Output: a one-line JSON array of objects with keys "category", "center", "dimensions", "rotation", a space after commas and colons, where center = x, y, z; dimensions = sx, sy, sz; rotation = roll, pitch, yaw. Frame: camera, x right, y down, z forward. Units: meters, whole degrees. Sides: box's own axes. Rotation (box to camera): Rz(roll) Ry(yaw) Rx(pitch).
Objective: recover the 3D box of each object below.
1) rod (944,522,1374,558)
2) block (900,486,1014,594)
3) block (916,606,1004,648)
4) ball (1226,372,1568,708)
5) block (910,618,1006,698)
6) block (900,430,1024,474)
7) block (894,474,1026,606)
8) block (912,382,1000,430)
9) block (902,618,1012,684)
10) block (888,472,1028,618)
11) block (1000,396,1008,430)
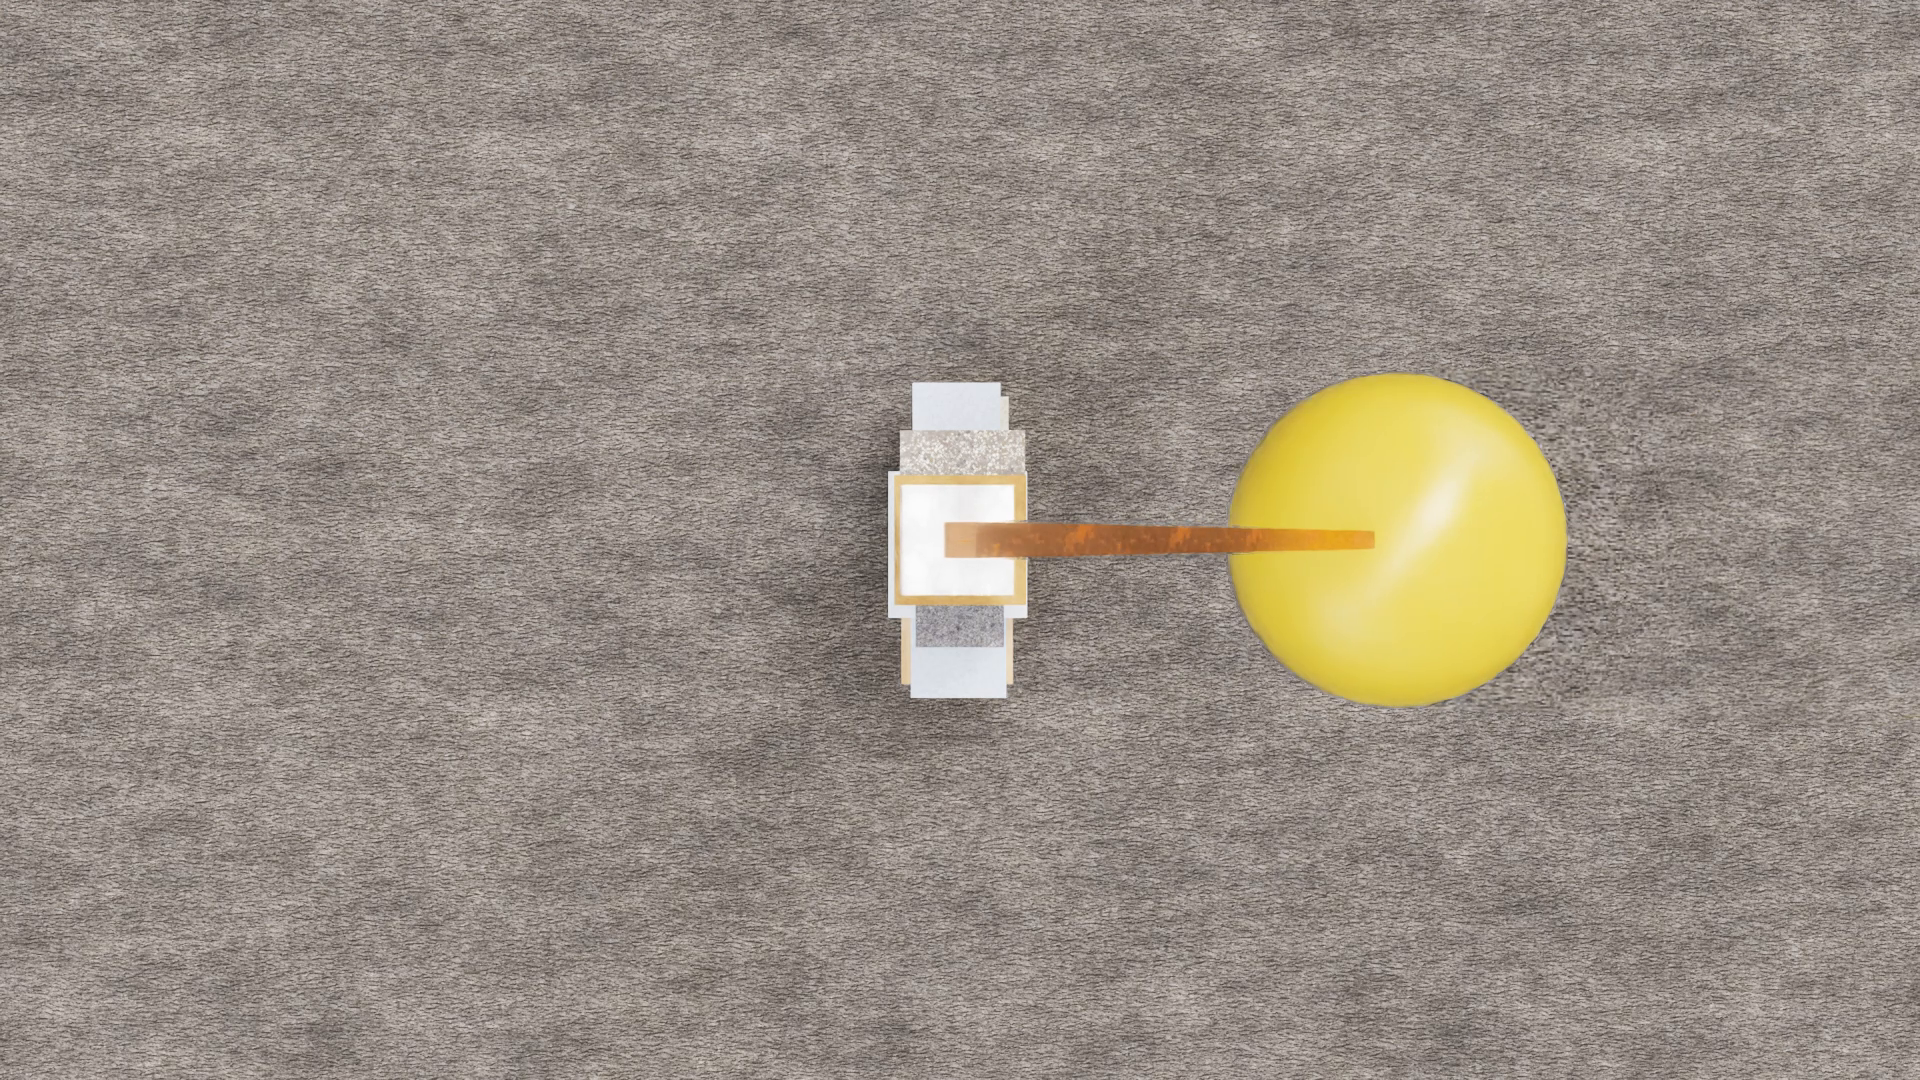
[{"category": "rod", "center": [0.899, 0.000, 7.311], "dimensions": [0.080, 5.200, 0.080], "rotation": [0, 90, 20]}, {"category": "block", "center": [-0.014, 0.000, 9.693], "dimensions": [0.489, 0.482, 0.472], "rotation": [0, 90, 0]}, {"category": "block", "center": [-0.001, 0.345, 11.440], "dimensions": [0.450, 0.400, 0.408], "rotation": [0, 90, 0]}, {"category": "ball", "center": [2.074, 0.000, 10.501], "dimensions": [1.600, 1.600, 1.600], "rotation": [0, 90, 0]}, {"category": "block", "center": [-0.007, 0.642, 12.211], "dimensions": [0.520, 0.462, 0.438], "rotation": [0, 90, 0]}, {"category": "block", "center": [0.013, -0.209, 11.315], "dimensions": [0.624, 0.649, 0.679], "rotation": [0, 90, 0]}, {"category": "block", "center": [0.002, 0.000, 10.706], "dimensions": [0.625, 0.571, 0.616], "rotation": [0, 90, 0]}, {"category": "block", "center": [-0.019, -0.617, 12.270], "dimensions": [0.480, 0.490, 0.488], "rotation": [0, 90, 0]}, {"category": "block", "center": [-0.016, 0.547, 12.721], "dimensions": [0.630, 0.558, 0.538], "rotation": [0, 90, 0]}, {"category": "block", "center": [-0.012, 0.025, 12.023], "dimensions": [0.735, 0.768, 0.776], "rotation": [0, 90, 0]}, {"category": "block", "center": [0.012, -0.558, 12.758], "dimensions": [0.529, 0.485, 0.515], "rotation": [0, 90, 0]}]
